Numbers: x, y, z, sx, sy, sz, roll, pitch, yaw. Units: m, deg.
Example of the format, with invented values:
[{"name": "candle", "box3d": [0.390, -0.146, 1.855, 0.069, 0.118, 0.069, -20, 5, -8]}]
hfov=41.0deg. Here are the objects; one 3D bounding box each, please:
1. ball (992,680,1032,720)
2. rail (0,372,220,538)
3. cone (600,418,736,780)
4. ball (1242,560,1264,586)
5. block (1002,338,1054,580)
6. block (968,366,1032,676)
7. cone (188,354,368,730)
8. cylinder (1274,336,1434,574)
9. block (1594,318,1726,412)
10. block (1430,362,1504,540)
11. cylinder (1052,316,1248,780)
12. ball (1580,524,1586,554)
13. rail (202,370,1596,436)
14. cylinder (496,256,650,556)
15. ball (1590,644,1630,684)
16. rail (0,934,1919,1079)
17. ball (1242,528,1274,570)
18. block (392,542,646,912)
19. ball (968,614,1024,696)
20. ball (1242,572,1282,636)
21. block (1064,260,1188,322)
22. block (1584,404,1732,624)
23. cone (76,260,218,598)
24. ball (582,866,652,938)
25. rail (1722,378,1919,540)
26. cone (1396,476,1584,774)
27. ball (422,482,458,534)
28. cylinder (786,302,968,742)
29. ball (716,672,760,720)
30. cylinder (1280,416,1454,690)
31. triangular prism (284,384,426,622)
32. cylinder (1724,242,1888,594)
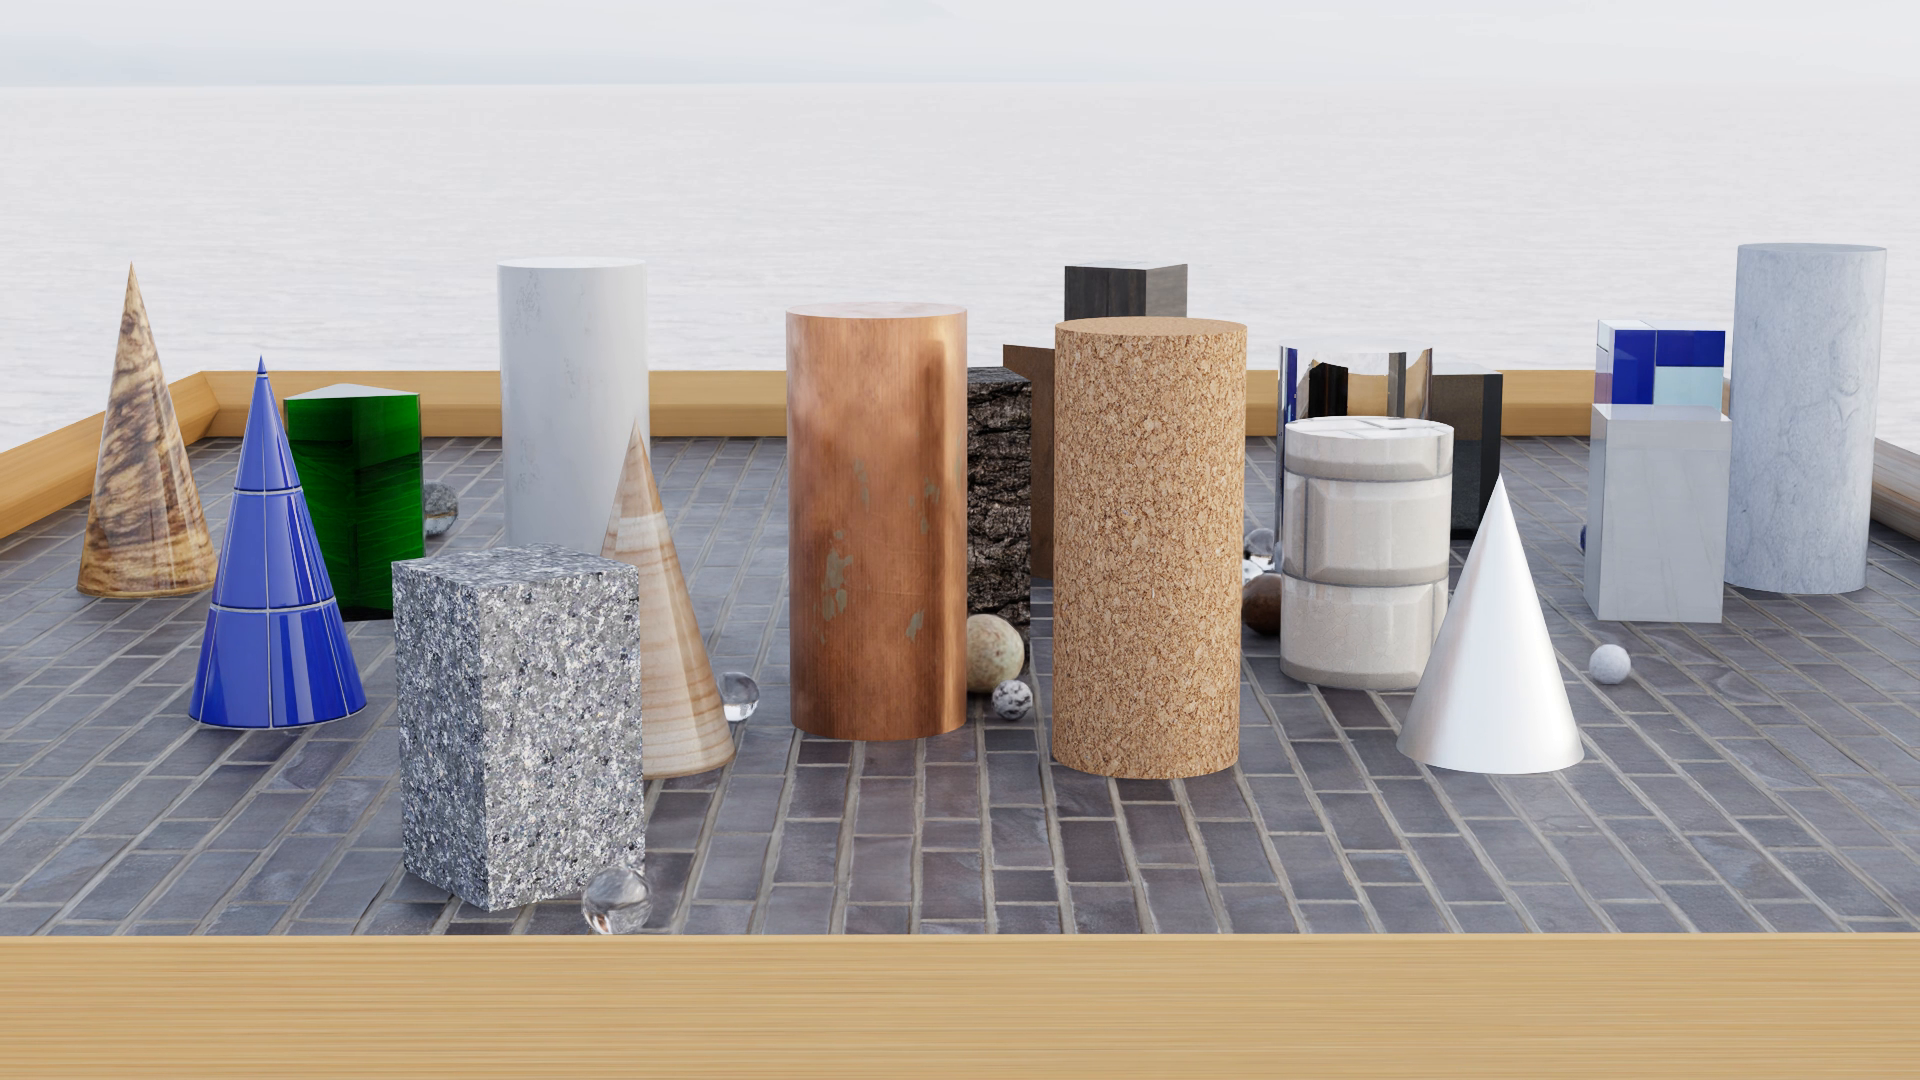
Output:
[{"name": "ball", "box3d": [0.059, 0.180, 2.892, 0.046, 0.046, 0.046, 0, 10, 0]}, {"name": "rail", "box3d": [-1.471, 0.035, 3.440, 0.045, 0.130, 3.368, 0, 10, 0]}, {"name": "cone", "box3d": [-0.339, 0.050, 2.714, 0.200, 0.366, 0.200, 0, 10, 0]}, {"name": "ball", "box3d": [0.380, 0.063, 3.452, 0.073, 0.073, 0.073, 0, 10, 0]}, {"name": "block", "box3d": [0.174, -0.119, 3.718, 0.160, 0.333, 0.160, 9, 14, 40]}, {"name": "block", "box3d": [-0.009, -0.024, 3.135, 0.160, 0.358, 0.160, -2, 11, -11]}, {"name": "cone", "box3d": [-0.783, -0.008, 2.911, 0.200, 0.409, 0.200, 0, 10, 0]}, {"name": "cylinder", "box3d": [0.516, -0.074, 3.376, 0.200, 0.368, 0.200, 0, 10, 0]}, {"name": "block", "box3d": [1.049, -0.153, 3.873, 0.160, 0.344, 0.160, 1, 11, 5]}, {"name": "block", "box3d": [0.749, -0.142, 4.045, 0.160, 0.259, 0.160, -1, 11, -6]}, {"name": "cylinder", "box3d": [0.199, 0.003, 2.710, 0.200, 0.460, 0.200, 0, 10, 0]}, {"name": "ball", "box3d": [0.954, -0.001, 3.788, 0.077, 0.077, 0.077, 0, 10, 0]}, {"name": "rail", "box3d": [-0.010, -0.268, 5.081, 2.990, 0.130, 0.045, 0, 10, 0]}, {"name": "cylinder", "box3d": [-0.522, -0.144, 3.490, 0.200, 0.466, 0.200, 0, 10, 0]}, {"name": "ball", "box3d": [0.775, 0.148, 3.059, 0.048, 0.048, 0.048, 0, 10, 0]}, {"name": "rail", "box3d": [0.010, 0.335, 1.816, 2.990, 0.130, 0.045, 0, 10, 0]}, {"name": "ball", "box3d": [0.442, 0.014, 3.745, 0.062, 0.062, 0.062, 0, 10, 0]}, {"name": "block", "box3d": [-0.398, 0.163, 2.319, 0.160, 0.287, 0.160, -8, 13, -38]}, {"name": "ball", "box3d": [0.028, 0.134, 3.005, 0.095, 0.095, 0.095, 0, 10, 0]}, {"name": "ball", "box3d": [0.401, 0.082, 3.322, 0.081, 0.081, 0.081, 0, 10, 0]}, {"name": "block", "box3d": [0.291, -0.293, 4.523, 0.160, 0.384, 0.160, 6, 12, 31]}, {"name": "block", "box3d": [0.938, -0.039, 3.459, 0.160, 0.269, 0.160, 1, 11, 6]}, {"name": "cone", "box3d": [-1.153, -0.164, 3.610, 0.200, 0.462, 0.200, 0, 10, 0]}, {"name": "ball", "box3d": [-0.290, 0.306, 2.171, 0.059, 0.059, 0.059, 0, 10, 0]}, {"name": "rail", "box3d": [1.471, 0.032, 3.457, 0.045, 0.130, 3.368, 0, 10, 0]}, {"name": "cone", "box3d": [0.572, 0.077, 2.744, 0.200, 0.302, 0.200, 0, 10, 0]}, {"name": "ball", "box3d": [-0.830, -0.049, 4.032, 0.082, 0.082, 0.082, 0, 10, 0]}, {"name": "cylinder", "box3d": [-0.092, -0.026, 2.859, 0.200, 0.462, 0.200, 0, 10, 0]}, {"name": "ball", "box3d": [-0.254, 0.176, 2.887, 0.055, 0.055, 0.055, 0, 10, 0]}, {"name": "cylinder", "box3d": [0.490, 0.012, 3.101, 0.200, 0.300, 0.200, 0, 10, 0]}, {"name": "triangular prism", "box3d": [-0.819, -0.053, 3.456, 0.173, 0.300, 0.150, -3, 11, -18]}, {"name": "cylinder", "box3d": [1.194, -0.176, 3.638, 0.200, 0.475, 0.200, 0, 10, 0]}]
